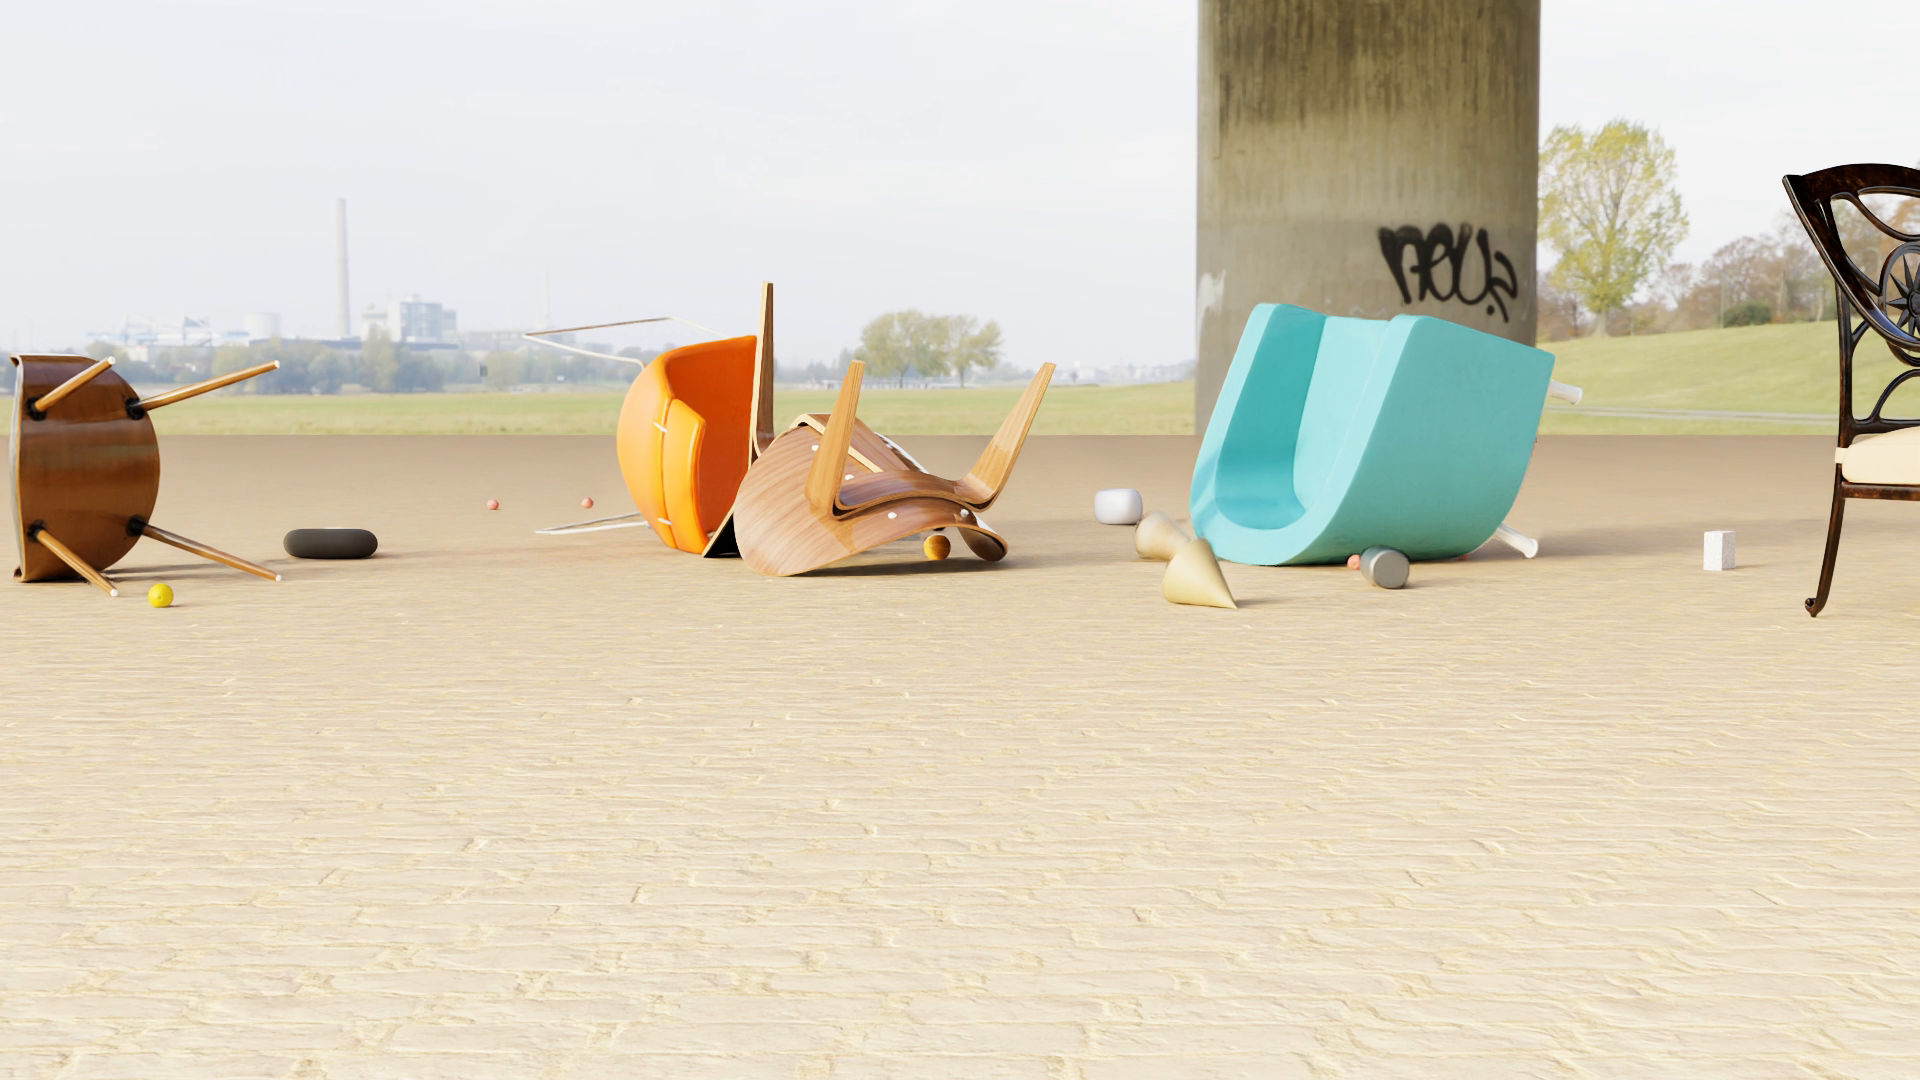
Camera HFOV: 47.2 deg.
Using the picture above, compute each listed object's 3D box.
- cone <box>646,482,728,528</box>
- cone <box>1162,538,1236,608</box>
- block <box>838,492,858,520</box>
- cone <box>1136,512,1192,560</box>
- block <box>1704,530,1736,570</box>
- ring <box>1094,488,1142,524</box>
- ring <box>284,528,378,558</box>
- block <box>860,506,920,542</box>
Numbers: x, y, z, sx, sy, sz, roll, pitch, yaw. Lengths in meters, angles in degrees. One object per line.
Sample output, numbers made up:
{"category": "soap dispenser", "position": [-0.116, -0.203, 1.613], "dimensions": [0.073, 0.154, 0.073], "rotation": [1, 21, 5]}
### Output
{"category": "cone", "position": [-0.940, -0.078, 7.160], "dimensions": [0.314, 0.150, 0.218], "rotation": [10, 30, 45]}
{"category": "cone", "position": [0.520, 0.102, 4.538], "dimensions": [0.139, 0.160, 0.151], "rotation": [-15, 41, -37]}
{"category": "block", "position": [-0.388, -0.119, 7.629], "dimensions": [0.071, 0.090, 0.159], "rotation": [0, 4, -4]}
{"category": "cone", "position": [0.580, 0.024, 5.734], "dimensions": [0.201, 0.130, 0.161], "rotation": [27, -2, 36]}
{"category": "block", "position": [1.896, 0.026, 5.487], "dimensions": [0.045, 0.093, 0.086], "rotation": [3, 5, 41]}
{"category": "ring", "position": [0.529, -0.112, 7.365], "dimensions": [0.156, 0.113, 0.335], "rotation": [-3, 3, -6]}
{"category": "ring", "position": [-1.684, 0.009, 5.883], "dimensions": [0.285, 0.075, 0.203], "rotation": [1, 3, 31]}
{"category": "block", "position": [-0.210, -0.048, 6.554], "dimensions": [0.158, 0.094, 0.131], "rotation": [-1, 4, -12]}
